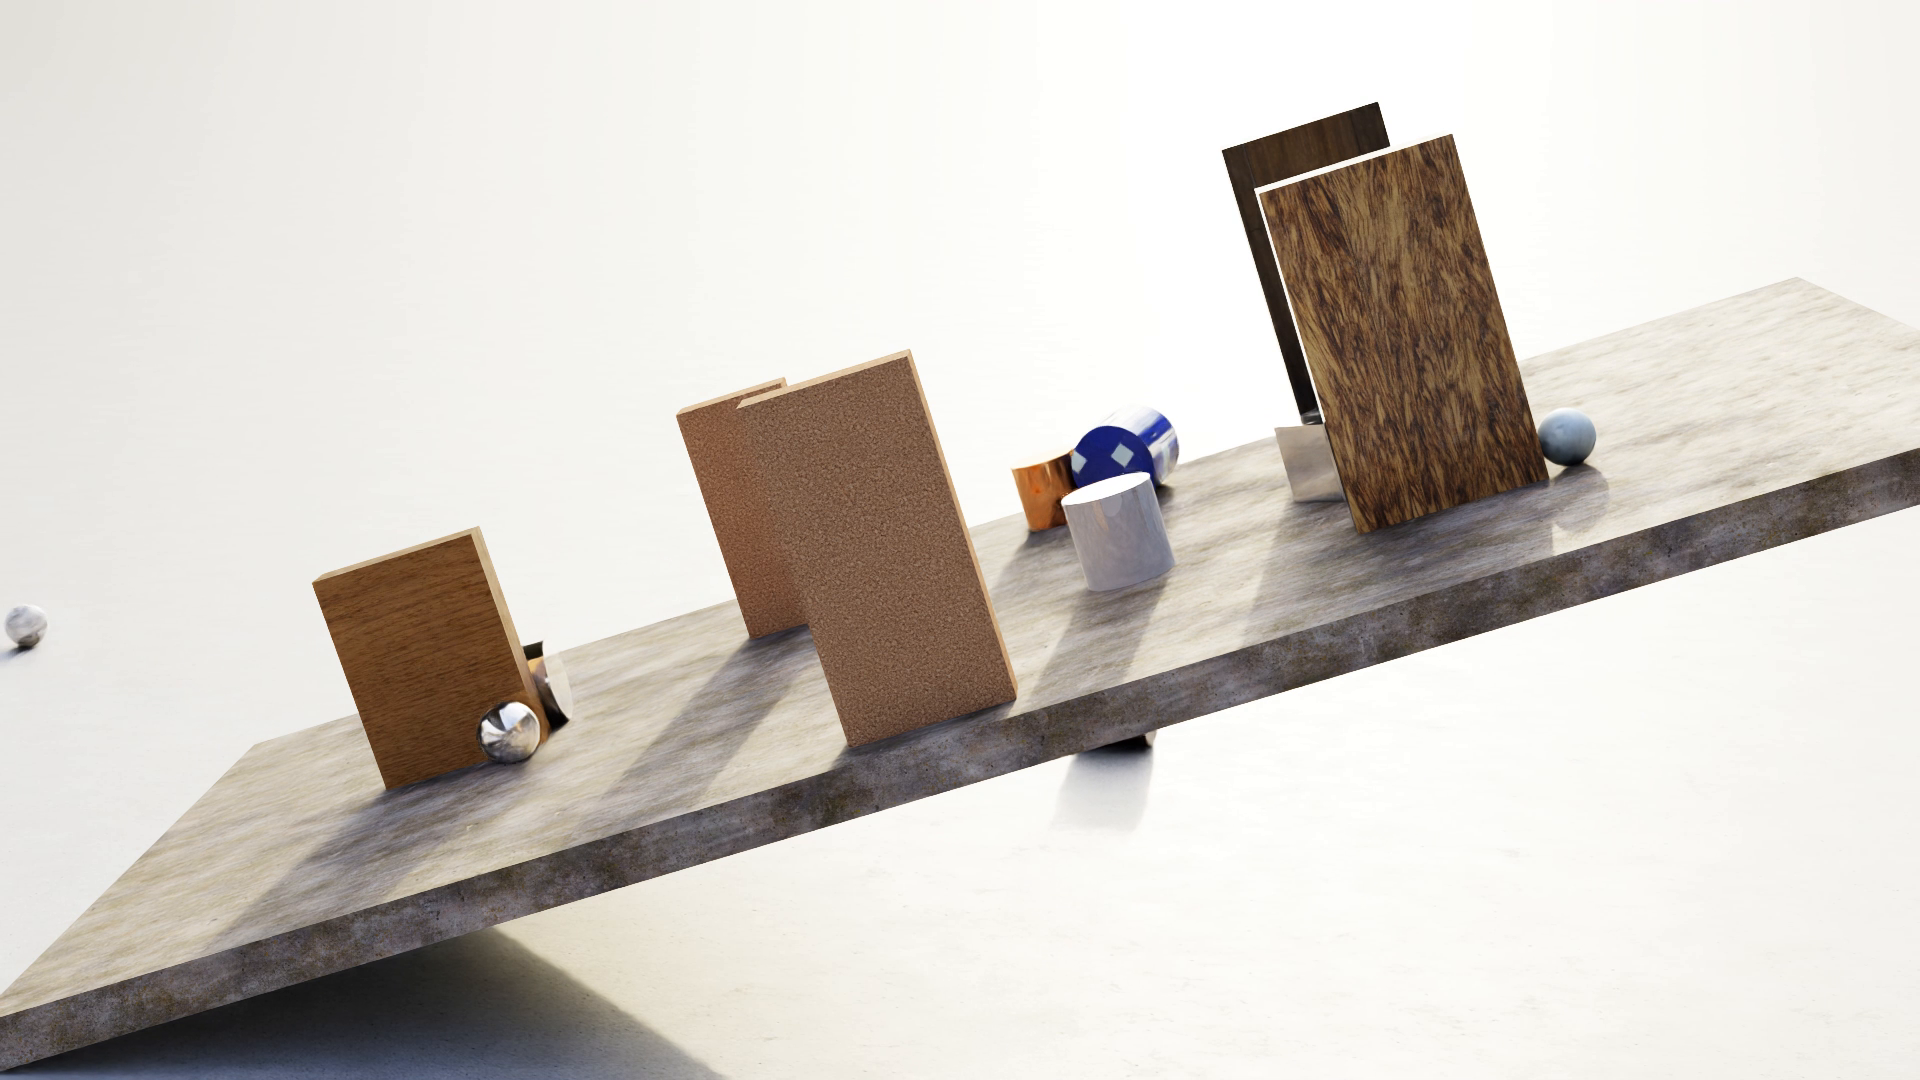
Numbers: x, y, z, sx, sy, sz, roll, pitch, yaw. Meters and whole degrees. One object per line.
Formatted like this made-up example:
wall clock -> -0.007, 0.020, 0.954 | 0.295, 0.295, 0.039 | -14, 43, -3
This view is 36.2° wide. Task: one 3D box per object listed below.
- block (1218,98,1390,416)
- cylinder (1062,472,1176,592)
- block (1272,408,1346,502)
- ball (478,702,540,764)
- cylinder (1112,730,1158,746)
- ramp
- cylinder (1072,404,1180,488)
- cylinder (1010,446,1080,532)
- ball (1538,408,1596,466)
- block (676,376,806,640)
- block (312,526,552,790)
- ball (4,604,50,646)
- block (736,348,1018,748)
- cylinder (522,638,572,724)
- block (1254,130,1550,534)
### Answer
block -> 0.893, -0.622, 6.885 | 0.375, 0.730, 0.108 | -17, 10, 5
cylinder -> 0.332, -0.017, 6.154 | 0.193, 0.193, 0.193 | -17, 10, 3
block -> 0.813, -0.192, 6.313 | 0.174, 0.174, 0.174 | -23, 12, -27
ball -> -0.960, 0.409, 6.262 | 0.132, 0.132, 0.132 | 0, 11, 0
cylinder -> 0.418, 0.444, 7.822 | 0.195, 0.195, 0.195 | 3, 12, 16
ramp -> 0.098, 0.184, 6.313 | 4.000, 0.100, 2.000 | -17, 10, 5
cylinder -> 0.394, -0.199, 6.978 | 0.204, 0.204, 0.204 | 4, 18, 20
cylinder -> 0.217, -0.123, 7.002 | 0.158, 0.158, 0.158 | -17, 10, 3
ball -> 1.210, -0.205, 5.871 | 0.117, 0.117, 0.117 | 0, 11, 0
block -> -0.442, -0.073, 6.762 | 0.252, 0.547, 0.106 | -17, 10, 5
block -> -1.145, 0.257, 6.389 | 0.365, 0.483, 0.095 | -17, 10, 5
ball -> -2.831, 0.258, 8.919 | 0.130, 0.130, 0.130 | 0, 11, 0
block -> -0.149, 0.017, 5.446 | 0.327, 0.669, 0.107 | -17, 10, 5
cylinder -> -0.982, 0.334, 6.545 | 0.186, 0.186, 0.186 | -17, 10, 4
block -> 0.878, -0.411, 5.846 | 0.392, 0.711, 0.108 | -17, 10, 5
